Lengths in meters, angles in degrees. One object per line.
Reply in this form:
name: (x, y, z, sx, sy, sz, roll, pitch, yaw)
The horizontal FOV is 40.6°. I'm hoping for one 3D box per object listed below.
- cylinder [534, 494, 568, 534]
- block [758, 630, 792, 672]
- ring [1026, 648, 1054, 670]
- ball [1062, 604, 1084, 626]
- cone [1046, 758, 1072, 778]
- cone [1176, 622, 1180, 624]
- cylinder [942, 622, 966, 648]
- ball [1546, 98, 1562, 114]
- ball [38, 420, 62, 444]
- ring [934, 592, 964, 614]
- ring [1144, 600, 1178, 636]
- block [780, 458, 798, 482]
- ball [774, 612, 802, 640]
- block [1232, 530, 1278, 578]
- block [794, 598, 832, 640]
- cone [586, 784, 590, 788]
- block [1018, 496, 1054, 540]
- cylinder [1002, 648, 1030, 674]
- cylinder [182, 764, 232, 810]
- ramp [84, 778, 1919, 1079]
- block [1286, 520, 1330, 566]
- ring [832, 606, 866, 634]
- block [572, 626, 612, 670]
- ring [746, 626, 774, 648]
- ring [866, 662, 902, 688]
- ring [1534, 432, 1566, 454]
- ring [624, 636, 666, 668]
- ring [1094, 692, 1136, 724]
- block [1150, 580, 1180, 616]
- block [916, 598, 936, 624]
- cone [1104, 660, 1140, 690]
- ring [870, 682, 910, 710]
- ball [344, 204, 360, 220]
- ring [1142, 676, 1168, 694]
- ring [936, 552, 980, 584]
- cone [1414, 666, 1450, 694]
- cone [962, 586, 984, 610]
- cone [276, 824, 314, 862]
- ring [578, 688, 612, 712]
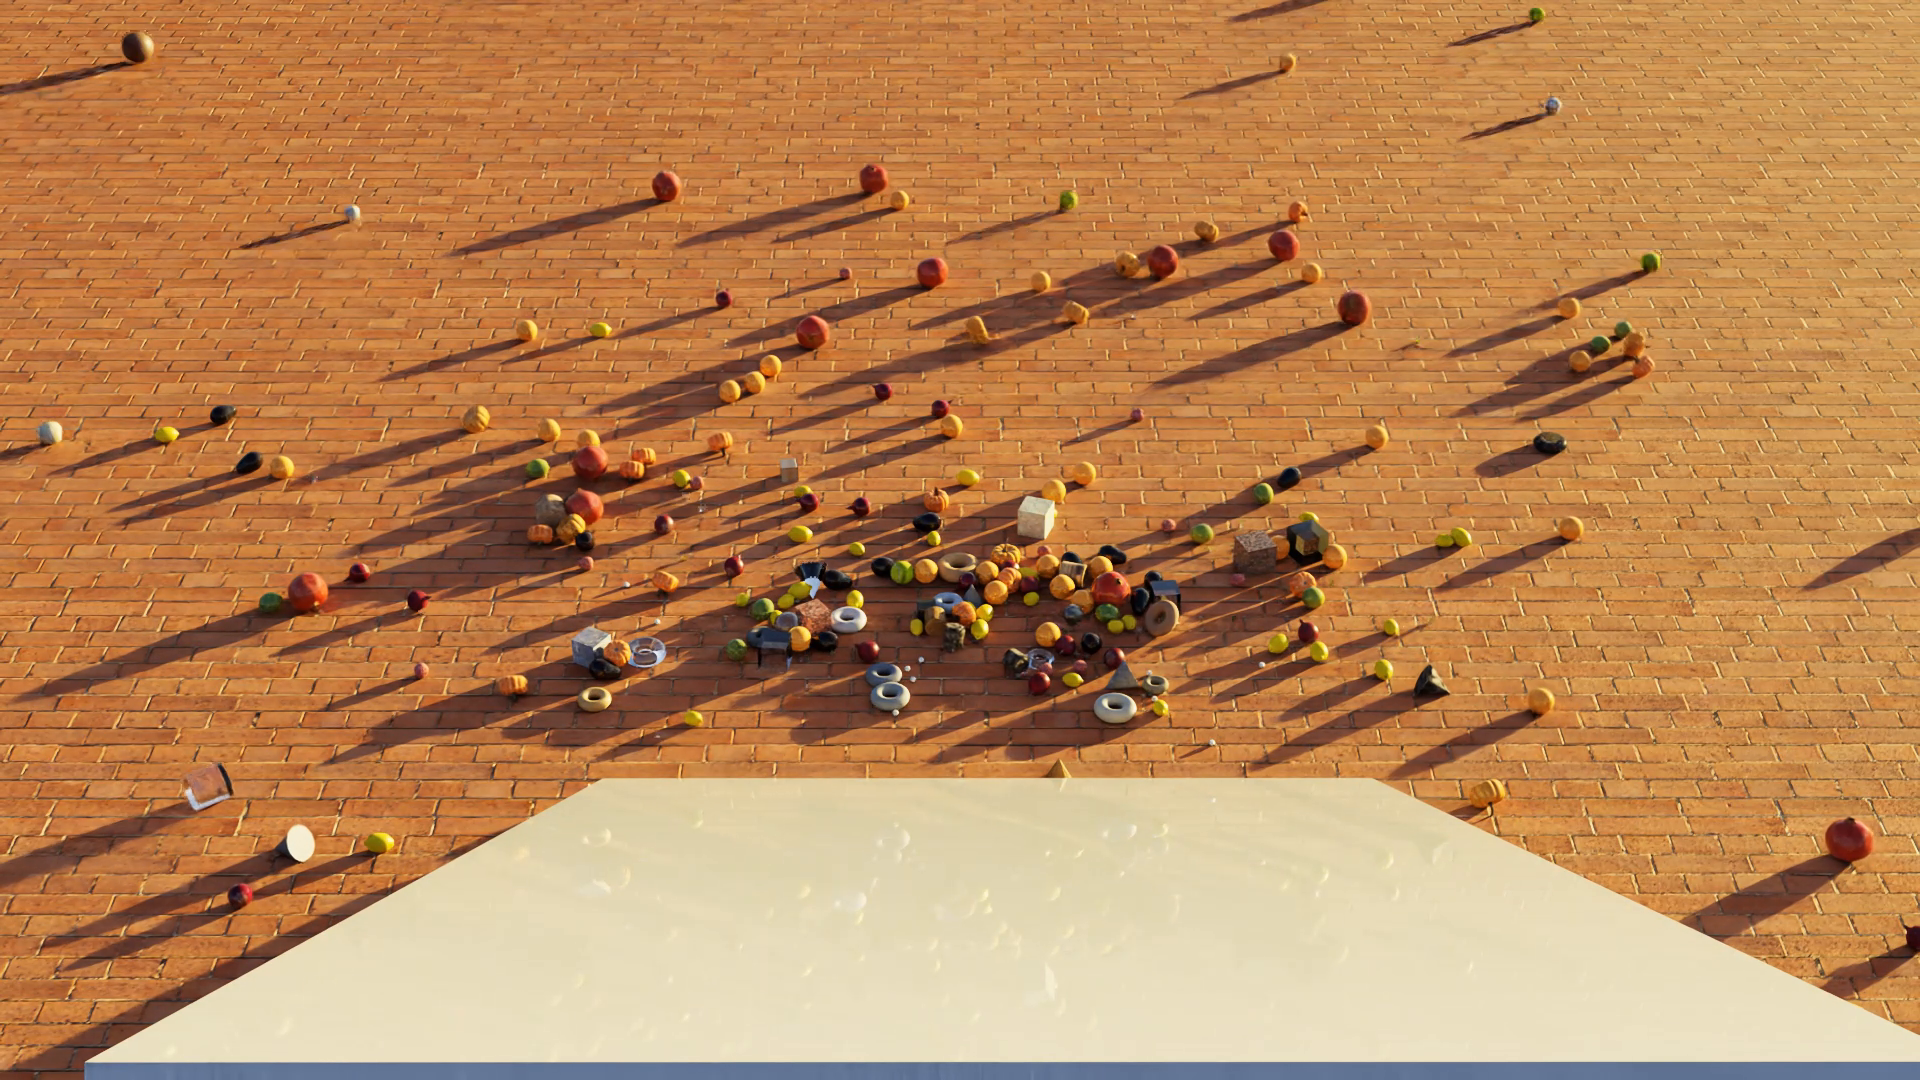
cylinder: (-1.247, -0.079, 7.903, 0.089, 0.089, 0.089, -8, 33, -12)
block: (-0.521, 0.314, 7.297, 0.082, 0.082, 0.082, 4, 33, 6)
ring: (0.225, 0.336, 7.314, 0.083, 0.028, 0.083, 0, 34, 0)
ball: (0.327, 0.216, 7.471, 0.060, 0.060, 0.060, 0, 33, 0)
cone: (0.261, 0.603, 6.860, 0.068, 0.068, 0.068, 0, 33, 0)
cone: (0.612, 0.236, 7.473, 0.053, 0.053, 0.053, 15, 25, -29)
cylinder: (-0.016, 0.273, 7.370, 0.057, 0.057, 0.057, 10, 15, -3)
ball: (2.417, -1.769, 10.562, 0.063, 0.063, 0.063, 0, 33, 0)
ball: (-2.924, -0.345, 8.331, 0.076, 0.076, 0.076, 0, 33, 0)
ring: (-0.036, 0.184, 7.547, 0.094, 0.031, 0.094, 1, 32, -1)
ring: (0.577, 0.225, 7.435, 0.111, 0.037, 0.111, -22, 51, 31)
block: (-0.538, -0.218, 8.153, 0.054, 0.054, 0.054, -5, 33, -8)
ball: (-0.491, 0.245, 7.406, 0.081, 0.081, 0.081, 0, 33, 0)
block: (0.877, 0.042, 7.710, 0.094, 0.094, 0.094, -11, 34, -17)
block: (-0.421, 0.228, 7.438, 0.075, 0.075, 0.075, -20, 38, -28)
cone: (-0.982, 0.679, 6.780, 0.060, 0.060, 0.060, -30, 35, 3)
block: (0.231, -0.068, 7.888, 0.088, 0.088, 0.088, 11, 34, 16)
cylinder: (0.158, 0.340, 7.284, 0.054, 0.054, 0.054, -26, 41, -34)
cylinder: (-1.964, 0.645, 6.770, 0.096, 0.096, 0.096, -22, 39, -30)
ramp: (0.073, 0.636, 4.743, 2.000, 0.100, 4.000, 0, -1, 0)
block: (1.040, 0.008, 7.767, 0.090, 0.090, 0.090, -16, 36, -23)
ring: (-0.325, 0.231, 7.469, 0.111, 0.037, 0.111, -1, 33, 1)
block: (-1.038, 0.305, 7.315, 0.078, 0.078, 0.078, 18, 37, 26)
ring: (-0.565, 0.279, 7.402, 0.091, 0.030, 0.091, 1, 33, -1)
ring: (-0.213, 0.378, 7.242, 0.103, 0.034, 0.103, 1, 32, -1)
ring: (1.892, -0.311, 8.316, 0.107, 0.036, 0.107, -1, 33, 1)
ring: (-0.891, 0.317, 7.332, 0.123, 0.041, 0.123, 0, 33, 0)
ring: (0.425, 0.461, 7.109, 0.117, 0.039, 0.117, 1, 32, -1)
block: (0.595, 0.170, 7.528, 0.075, 0.075, 0.075, -4, 33, -7)
block: (-0.097, 0.207, 7.492, 0.053, 0.053, 0.053, -2, 33, -4)
cone: (0.439, 0.393, 7.212, 0.092, 0.092, 0.092, -30, 36, 2)
ring: (-0.193, 0.432, 7.156, 0.110, 0.037, 0.110, -1, 33, 1)
ball: (-2.278, -1.226, 9.718, 0.059, 0.059, 0.059, 0, 33, 0)
ring: (0.543, 0.403, 7.212, 0.075, 0.025, 0.075, 0, 31, 0)
ring: (-0.005, 0.082, 7.694, 0.134, 0.045, 0.134, -1, 32, 1)
cone: (1.323, 0.407, 7.191, 0.090, 0.090, 0.090, 28, 33, -6)
cone: (0.035, 0.155, 7.558, 0.067, 0.067, 0.067, 0, 33, 0)
cone: (-1.714, 0.779, 6.610, 0.093, 0.093, 0.093, -14, 24, 30)
ring: (-1.008, 0.440, 7.149, 0.094, 0.031, 0.094, 1, 33, -1)
